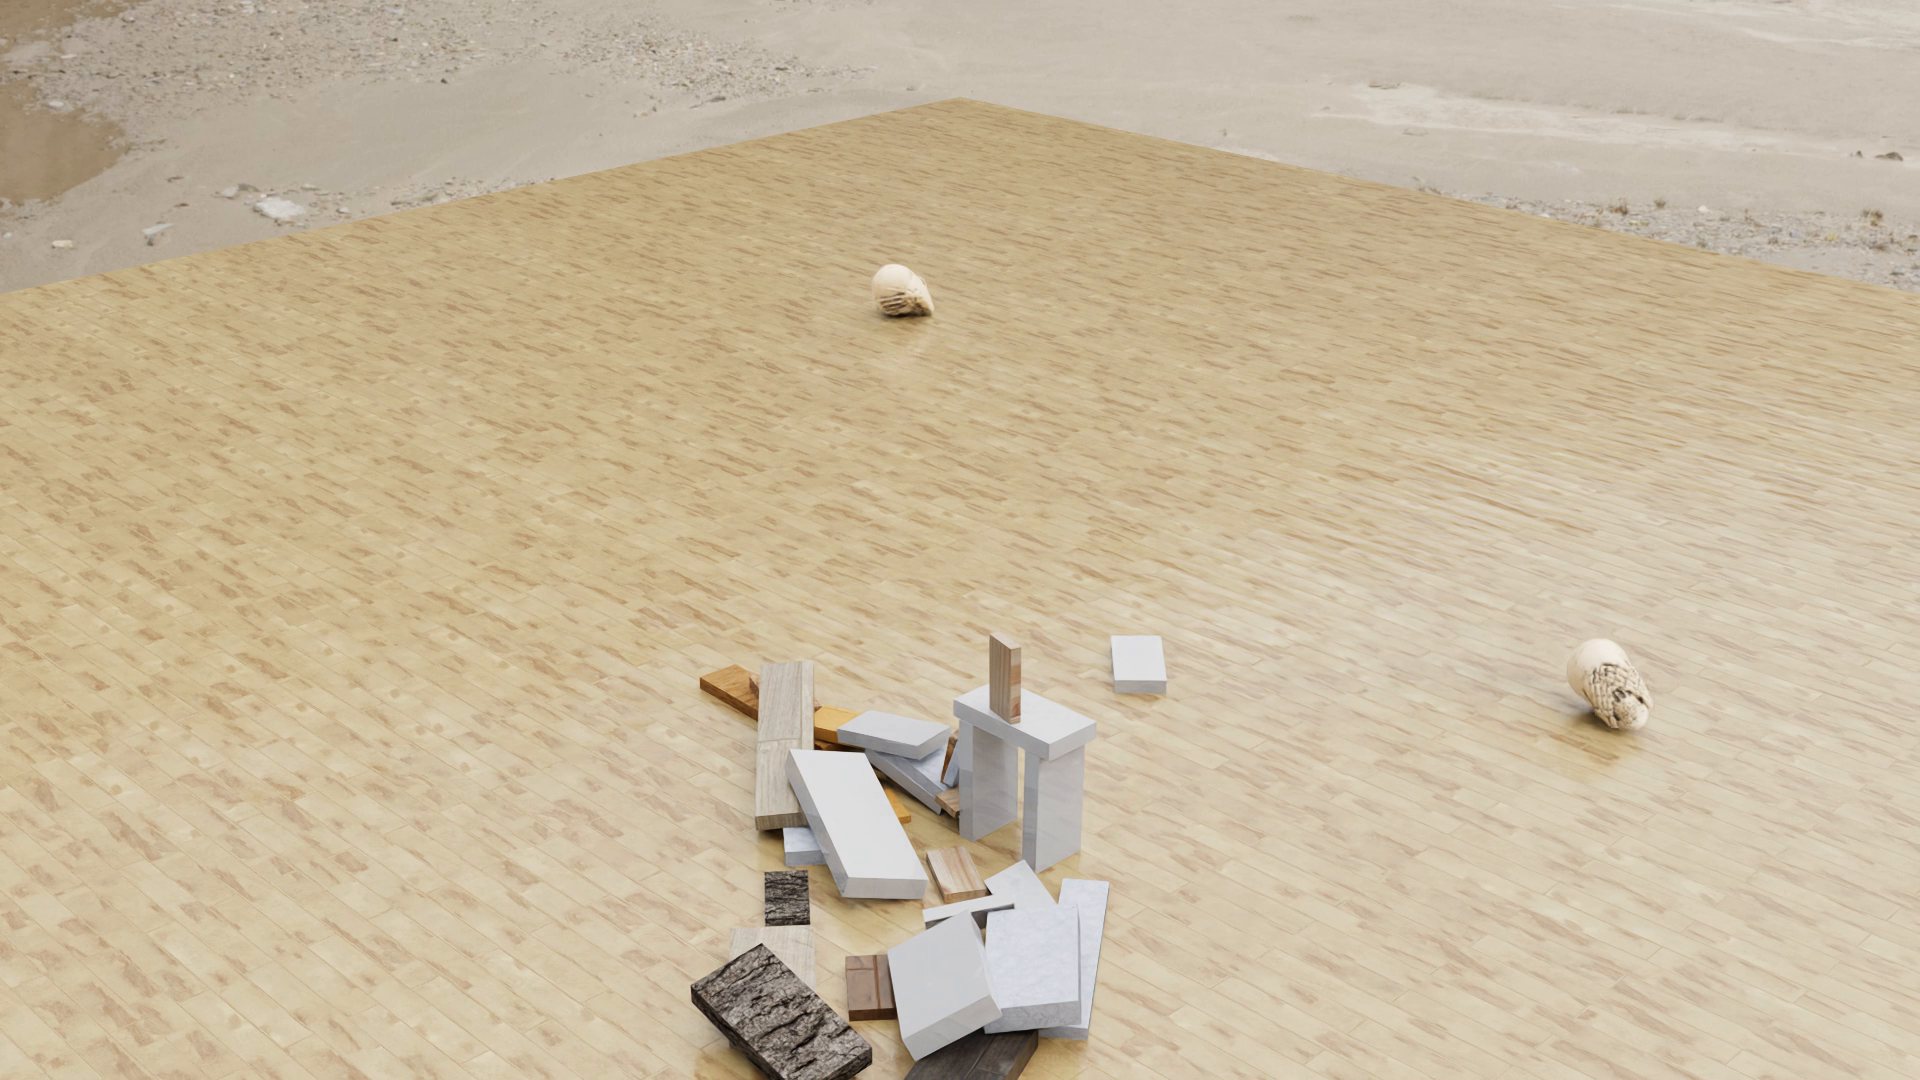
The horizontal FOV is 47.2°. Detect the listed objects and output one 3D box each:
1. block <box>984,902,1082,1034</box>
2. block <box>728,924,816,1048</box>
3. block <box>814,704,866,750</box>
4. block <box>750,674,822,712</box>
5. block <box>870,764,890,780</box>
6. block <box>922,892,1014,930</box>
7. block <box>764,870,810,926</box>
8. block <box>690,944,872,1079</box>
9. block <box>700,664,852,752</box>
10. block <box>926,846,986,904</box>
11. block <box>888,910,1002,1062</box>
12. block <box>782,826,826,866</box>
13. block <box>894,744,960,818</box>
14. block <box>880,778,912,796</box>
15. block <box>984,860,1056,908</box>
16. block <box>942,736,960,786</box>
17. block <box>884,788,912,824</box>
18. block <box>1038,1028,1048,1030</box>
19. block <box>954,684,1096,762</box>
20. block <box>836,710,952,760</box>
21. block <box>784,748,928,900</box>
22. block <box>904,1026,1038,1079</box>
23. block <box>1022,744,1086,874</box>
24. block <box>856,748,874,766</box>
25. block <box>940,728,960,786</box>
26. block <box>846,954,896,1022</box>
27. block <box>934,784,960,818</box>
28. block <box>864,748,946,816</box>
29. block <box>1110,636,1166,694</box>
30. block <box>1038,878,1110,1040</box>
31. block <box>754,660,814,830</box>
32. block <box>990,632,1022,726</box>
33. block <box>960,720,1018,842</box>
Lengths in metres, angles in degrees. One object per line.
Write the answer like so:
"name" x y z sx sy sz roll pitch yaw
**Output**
"block" 0.127 0.741 3.827 0.163 0.046 0.327 -7 20 5
"block" -0.329 0.781 3.865 0.151 0.043 0.302 -2 23 -5
"block" -0.230 0.402 4.690 0.200 0.028 0.100 10 25 29
"block" -0.385 0.344 4.841 0.100 0.028 0.200 -9 25 -21
"block" -0.163 0.474 4.589 0.052 0.015 0.104 -18 19 -34
"block" 0.018 0.685 4.008 0.166 0.083 0.023 -11 56 -3
"block" -0.325 0.676 4.137 0.083 0.023 0.166 -2 23 -5
"block" -0.302 0.813 3.692 0.151 0.043 0.302 -27 45 -33
"block" -0.402 0.375 4.841 0.100 0.028 0.448 -19 30 -38
"block" -0.009 0.642 4.218 0.080 0.023 0.159 -5 24 -12
"block" -0.030 0.759 3.775 0.163 0.046 0.327 -28 17 2
"block" -0.294 0.571 4.373 0.117 0.033 0.233 -2 23 -6
"block" -0.021 0.485 4.478 0.109 0.031 0.218 -21 46 -42
"block" -0.112 0.500 4.564 0.052 0.015 0.104 -20 30 -39
"block" 0.117 0.670 4.111 0.088 0.025 0.176 -27 29 -9
"block" 0.025 0.390 4.406 0.023 0.207 0.080 26 17 23
"block" -0.148 0.544 4.458 0.059 0.017 0.117 -9 25 -21
"block" 0.126 0.787 3.816 0.088 0.025 0.176 -3 22 16
"block" 0.124 0.344 4.238 0.130 0.037 0.259 -21 30 -40
"block" -0.136 0.401 4.538 0.218 0.031 0.109 8 23 38
"block" -0.207 0.550 4.287 0.163 0.046 0.422 6 27 -25
"block" -0.062 0.948 3.472 0.151 0.043 0.656 9 25 20
"block" 0.180 0.503 4.242 0.130 0.259 0.037 -21 32 -40
"block" -0.172 0.454 4.610 0.104 0.015 0.052 8 22 43
"block" -0.008 0.432 4.427 0.017 0.117 0.058 26 34 23
"block" -0.158 0.788 3.874 0.083 0.023 0.166 -2 23 -5
"block" 0.012 0.514 4.404 0.117 0.017 0.059 -21 46 -42
"block" -0.082 0.475 4.529 0.218 0.031 0.109 34 38 28
"block" 0.409 0.285 5.048 0.117 0.033 0.233 1 23 1
"block" 0.207 0.748 3.965 0.088 0.025 0.472 3 23 7
"block" -0.364 0.419 4.602 0.117 0.033 0.607 -5 26 -1
"block" 0.086 0.262 4.180 0.023 0.159 0.080 -13 26 -27
"block" 0.057 0.456 4.355 0.037 0.259 0.130 21 31 40
